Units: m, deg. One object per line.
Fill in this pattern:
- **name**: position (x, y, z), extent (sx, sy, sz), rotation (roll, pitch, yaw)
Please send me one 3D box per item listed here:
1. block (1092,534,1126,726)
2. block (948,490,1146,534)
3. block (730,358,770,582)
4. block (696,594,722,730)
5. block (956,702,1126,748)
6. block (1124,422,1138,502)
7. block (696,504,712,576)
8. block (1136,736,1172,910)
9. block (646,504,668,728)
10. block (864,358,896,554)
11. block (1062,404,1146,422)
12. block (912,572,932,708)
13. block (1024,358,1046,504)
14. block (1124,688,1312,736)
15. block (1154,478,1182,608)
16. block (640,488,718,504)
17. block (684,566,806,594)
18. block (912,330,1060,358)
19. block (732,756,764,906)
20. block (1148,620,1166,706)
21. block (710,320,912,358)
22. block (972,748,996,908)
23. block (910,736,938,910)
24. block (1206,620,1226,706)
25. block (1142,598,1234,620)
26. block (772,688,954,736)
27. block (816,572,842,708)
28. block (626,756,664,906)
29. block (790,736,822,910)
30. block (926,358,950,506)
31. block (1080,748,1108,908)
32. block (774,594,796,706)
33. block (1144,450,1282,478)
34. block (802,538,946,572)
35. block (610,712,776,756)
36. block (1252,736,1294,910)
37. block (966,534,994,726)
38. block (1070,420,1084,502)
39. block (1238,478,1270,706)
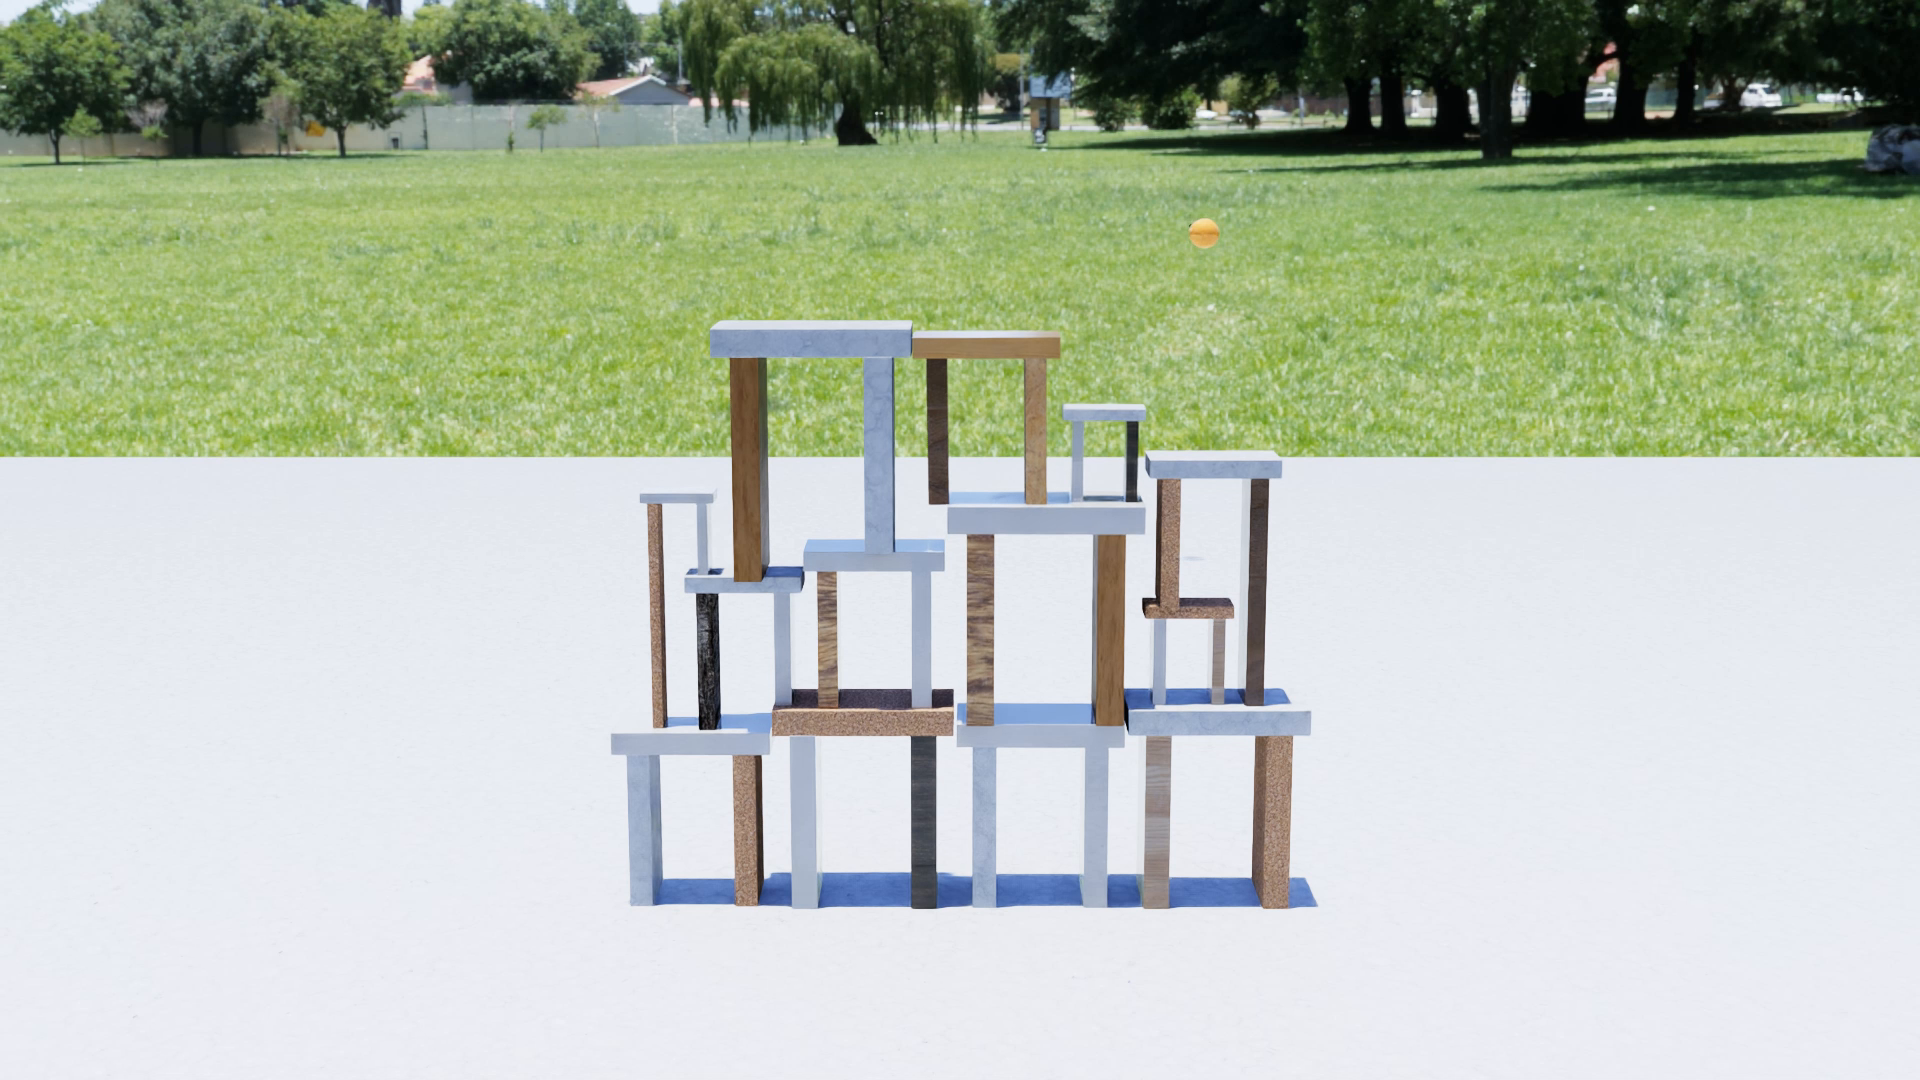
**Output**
- **block**: position (0.241, 0.131, 3.582), extent (0.044, 0.313, 0.157), rotation (0, 11, 1)
- **block**: position (0.137, -0.045, 3.550), extent (0.313, 0.044, 0.157), rotation (0, 11, 0)
- **block**: position (-0.337, -0.123, 3.534), extent (0.044, 0.356, 0.156), rotation (0, 11, 0)
- **block**: position (-0.411, 0.189, 3.597), extent (0.027, 0.227, 0.094), rotation (0, 11, 0)
- **block**: position (0.131, 0.304, 3.614), extent (0.272, 0.039, 0.136), rotation (0, 11, 1)
- **block**: position (0.274, -0.130, 3.528), extent (0.019, 0.131, 0.066), rotation (0, 11, 1)
- **block**: position (-0.413, -0.006, 3.556), extent (0.017, 0.118, 0.059), rotation (0, 11, 0)
- **block**: position (0.321, 0.446, 3.640), extent (0.042, 0.293, 0.147), rotation (0, 11, 0)
- **block**: position (-0.492, 0.119, 3.578), extent (0.017, 0.372, 0.059), rotation (0, 11, 0)
- **block**: position (-0.129, -0.145, 3.530), extent (0.044, 0.312, 0.156), rotation (0, 11, 0)
- **block**: position (0.230, -0.204, 3.514), extent (0.131, 0.019, 0.066), rotation (0, 11, 3)
- **block**: position (-0.062, 0.151, 3.584), extent (0.032, 0.226, 0.113), rotation (0, 11, 0)
- **block**: position (0.121, -0.181, 3.523), extent (0.033, 0.232, 0.116), rotation (0, 11, 1)
- **block**: position (0.418, 0.282, 3.609), extent (0.293, 0.042, 0.147), rotation (0, 11, 0)
- **block**: position (0.337, -0.004, 3.562), extent (0.030, 0.210, 0.105), rotation (0, 11, 0)
- **block**: position (-0.453, -0.072, 3.542), extent (0.118, 0.017, 0.059), rotation (0, 11, 0)
- **block**: position (-0.349, 0.064, 3.574), extent (0.187, 0.027, 0.094), rotation (0, 11, 0)
- **block**: position (0.042, -0.311, 3.500), extent (0.232, 0.033, 0.116), rotation (0, 11, 1)
- **block**: position (-0.351, 0.463, 3.648), extent (0.036, 0.257, 0.129), rotation (0, 11, 0)
- **block**: position (0.323, 0.191, 3.591), extent (0.020, 0.143, 0.072), rotation (0, 11, 0)
- **block**: position (-0.233, -0.320, 3.497), extent (0.312, 0.044, 0.156), rotation (0, 11, 0)
- **block**: position (0.040, 0.457, 3.642), extent (0.039, 0.272, 0.136), rotation (0, 11, 0)
- **block**: position (-0.059, 0.447, 3.640), extent (0.041, 0.293, 0.146), rotation (0, 11, 0)
- **block**: position (0.418, 0.191, 3.590), extent (0.020, 0.143, 0.072), rotation (0, 11, 0)
- **block**: position (0.370, 0.111, 3.576), extent (0.143, 0.020, 0.072), rotation (0, 11, 0)
- **block**: position (-0.156, 0.282, 3.610), extent (0.293, 0.041, 0.146), rotation (0, 11, 0)
- **block**: position (-0.212, 0.151, 3.584), extent (0.032, 0.226, 0.113), rotation (0, 11, 0)
- **block**: position (-0.522, 0.463, 3.648), extent (0.036, 0.257, 0.129), rotation (0, 11, 0)
- **block**: position (-0.254, 0.447, 3.640), extent (0.041, 0.292, 0.146), rotation (0, 11, 0)
- **block**: position (-0.035, -0.180, 3.525), extent (0.033, 0.232, 0.116), rotation (-1, 11, 1)
- **block**: position (0.221, 0.457, 3.643), extent (0.039, 0.272, 0.136), rotation (0, 11, 0)
- **block**: position (-0.286, 0.169, 3.593), extent (0.027, 0.187, 0.094), rotation (0, 10, 0)
- **block**: position (0.407, -0.121, 3.541), extent (0.210, 0.030, 0.105), rotation (0, 11, 0)
- **block**: position (-0.137, 0.024, 3.561), extent (0.226, 0.032, 0.113), rotation (0, 11, 0)
- **block**: position (-0.436, 0.319, 3.621), extent (0.257, 0.036, 0.129), rotation (0, 11, 0)
- **block**: position (0.516, 0.446, 3.640), extent (0.042, 0.293, 0.147), rotation (0, 11, 0)
- **block**: position (0.033, 0.131, 3.583), extent (0.044, 0.313, 0.157), rotation (0, 11, 0)
- **block**: position (0.188, -0.131, 3.531), extent (0.019, 0.131, 0.066), rotation (0, 11, 0)
- **block**: position (0.477, 0.077, 3.577), extent (0.030, 0.373, 0.105), rotation (0, 11, 0)
